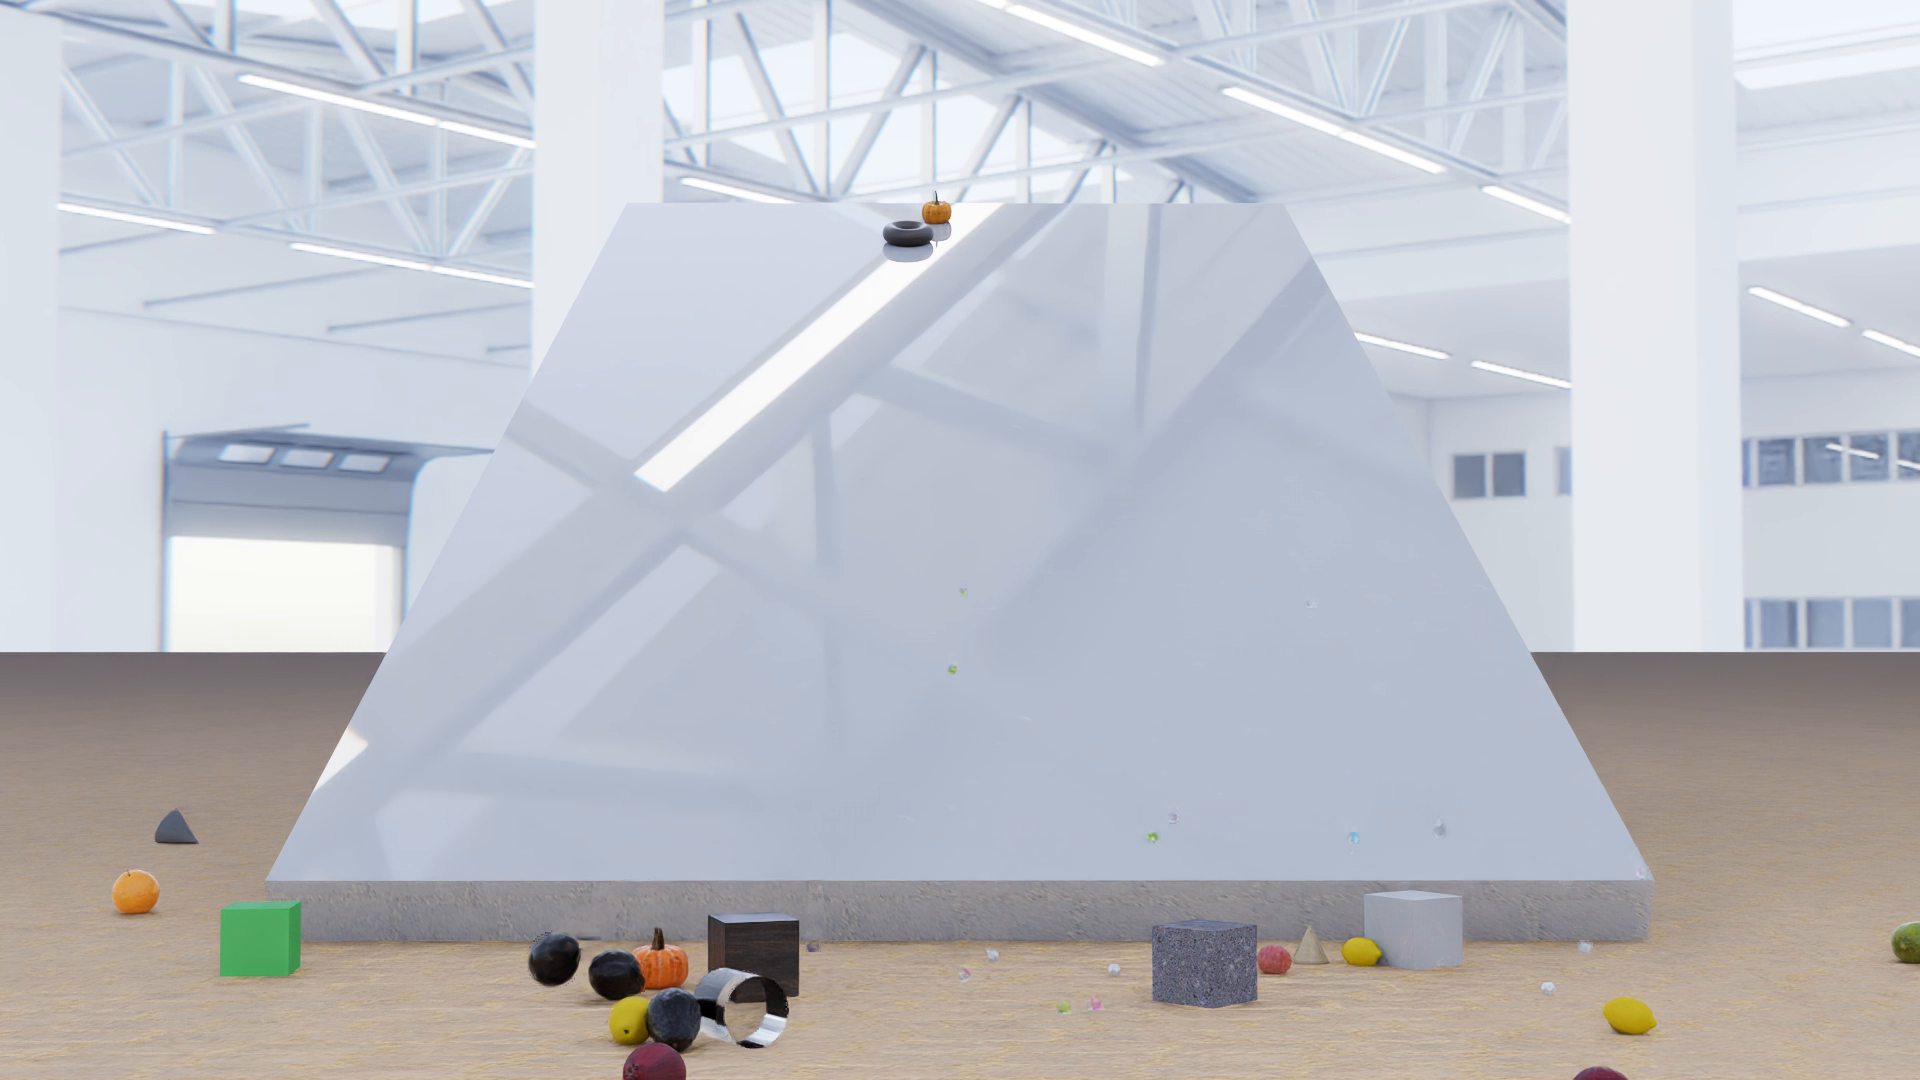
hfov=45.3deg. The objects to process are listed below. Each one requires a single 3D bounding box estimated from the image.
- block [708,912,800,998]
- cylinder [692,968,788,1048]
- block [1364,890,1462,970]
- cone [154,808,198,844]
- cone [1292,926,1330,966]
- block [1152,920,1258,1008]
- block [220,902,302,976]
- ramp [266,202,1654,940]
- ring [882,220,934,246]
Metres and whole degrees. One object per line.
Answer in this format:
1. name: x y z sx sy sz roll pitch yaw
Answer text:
1. block: -0.256 0.513 2.842 0.093 0.093 0.093 1 -3 -19
2. cylinder: -0.238 0.504 2.480 0.077 0.077 0.077 2 -3 -34
3. block: 0.612 0.525 3.105 0.092 0.092 0.092 2 -3 -34
4. cone: -1.682 0.639 4.982 0.083 0.083 0.083 27 1 8
5. cone: 0.474 0.546 3.115 0.052 0.052 0.052 0 -3 0
6. block: 0.296 0.511 2.782 0.090 0.090 0.090 -2 -4 42
7. block: -0.920 0.525 3.030 0.087 0.087 0.087 0 -3 -6
8. ramp: -0.007 -0.222 5.181 2.000 0.100 4.000 0 22 0
9. ring: -0.149 -0.877 6.582 0.148 0.049 0.148 1 23 -1
